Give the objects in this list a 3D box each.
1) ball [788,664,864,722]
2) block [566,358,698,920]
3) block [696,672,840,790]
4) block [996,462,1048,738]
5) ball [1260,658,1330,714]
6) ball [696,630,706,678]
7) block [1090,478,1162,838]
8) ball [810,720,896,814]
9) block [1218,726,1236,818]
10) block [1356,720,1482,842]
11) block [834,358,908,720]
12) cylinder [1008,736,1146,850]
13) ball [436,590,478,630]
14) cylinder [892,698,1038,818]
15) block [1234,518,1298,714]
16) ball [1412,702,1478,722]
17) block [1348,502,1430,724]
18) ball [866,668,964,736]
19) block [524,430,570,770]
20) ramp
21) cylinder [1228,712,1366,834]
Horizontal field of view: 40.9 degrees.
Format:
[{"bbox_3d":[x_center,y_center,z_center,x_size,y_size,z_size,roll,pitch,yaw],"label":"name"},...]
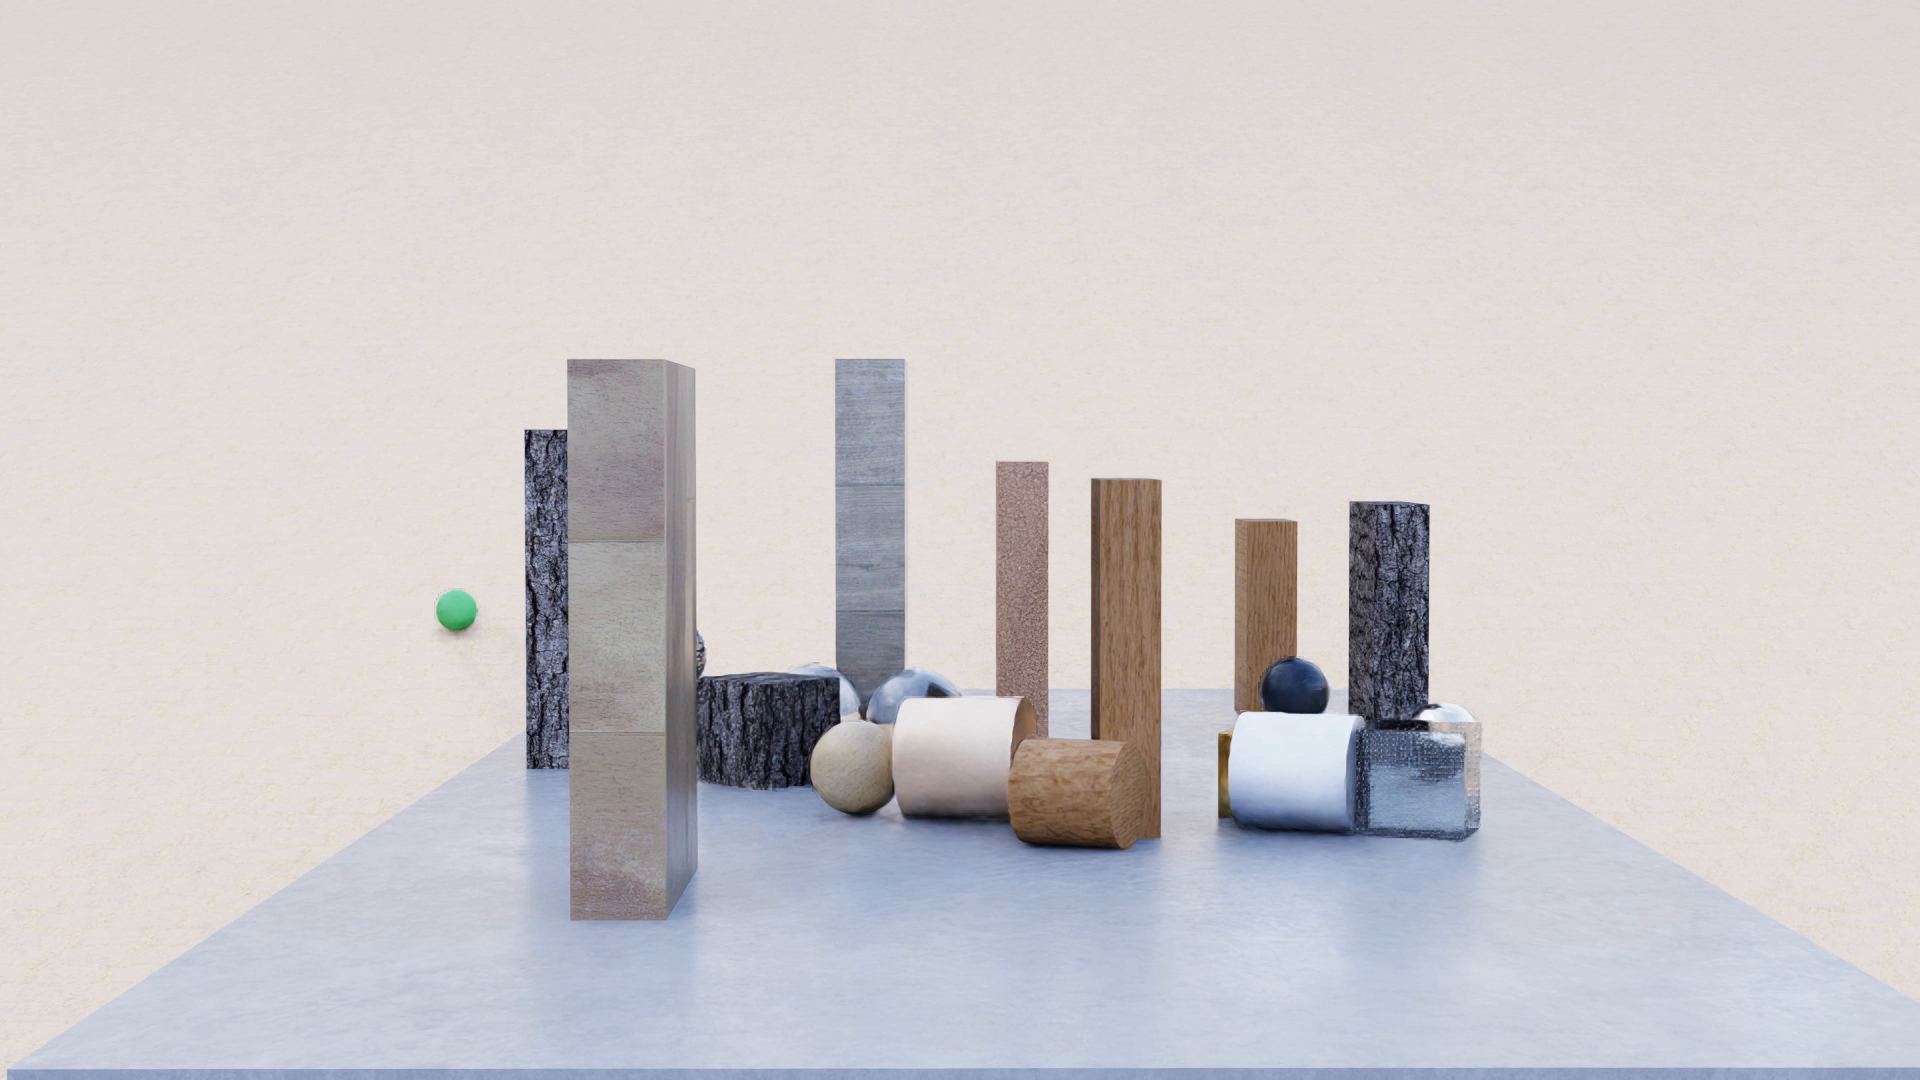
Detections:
[{"bbox_3d":[-0.284,0.338,4.982,0.194,0.194,0.194,0,24,0],"label":"ball"},{"bbox_3d":[-0.444,0.123,3.535,0.124,0.727,0.410,0,2,0],"label":"block"},{"bbox_3d":[-0.356,0.348,4.742,0.190,0.190,0.190,2,3,43],"label":"block"},{"bbox_3d":[0.112,0.150,4.709,0.090,0.588,0.261,0,2,0],"label":"block"},{"bbox_3d":[0.734,0.334,5.640,0.152,0.152,0.152,0,24,0],"label":"ball"},{"bbox_3d":[-0.723,0.284,6.292,0.207,0.207,0.207,0,24,0],"label":"ball"},{"bbox_3d":[0.267,0.182,4.173,0.096,0.562,0.276,0,2,0],"label":"block"},{"bbox_3d":[-0.172,0.380,4.306,0.158,0.158,0.158,0,24,0],"label":"ball"},{"bbox_3d":[0.520,0.388,4.309,0.140,0.140,0.140,1,2,23],"label":"block"},{"bbox_3d":[0.734,0.381,4.113,0.168,0.168,0.168,1,2,21],"label":"block"},{"bbox_3d":[-0.177,0.032,5.226,0.137,0.788,0.299,0,2,0],"label":"block"},{"bbox_3d":[0.182,0.389,3.969,0.164,0.164,0.164,1,23,23],"label":"cylinder"},{"bbox_3d":[-1.377,0.192,7.051,0.112,0.112,0.112,0,24,0],"label":"ball"},{"bbox_3d":[0.011,0.359,4.253,0.198,0.198,0.198,-1,23,15],"label":"cylinder"},{"bbox_3d":[0.697,0.178,5.881,0.113,0.448,0.250,0,2,0],"label":"block"},{"bbox_3d":[0.907,0.371,4.818,0.138,0.138,0.138,0,24,0],"label":"ball"},{"bbox_3d":[0.856,0.177,5.155,0.107,0.502,0.322,0,2,0],"label":"block"},{"bbox_3d":[-0.081,0.341,4.877,0.195,0.195,0.195,0,24,0],"label":"ball"},{"bbox_3d":[-0.777,0.107,5.079,0.103,0.648,0.347,0,2,0],"label":"block"},{"bbox_3d":[0.055,0.500,4.546,2.000,0.100,4.000,0,2,0],"label":"ramp"},{"bbox_3d":[0.545,0.372,4.121,0.187,0.187,0.187,1,23,21],"label":"cylinder"}]
